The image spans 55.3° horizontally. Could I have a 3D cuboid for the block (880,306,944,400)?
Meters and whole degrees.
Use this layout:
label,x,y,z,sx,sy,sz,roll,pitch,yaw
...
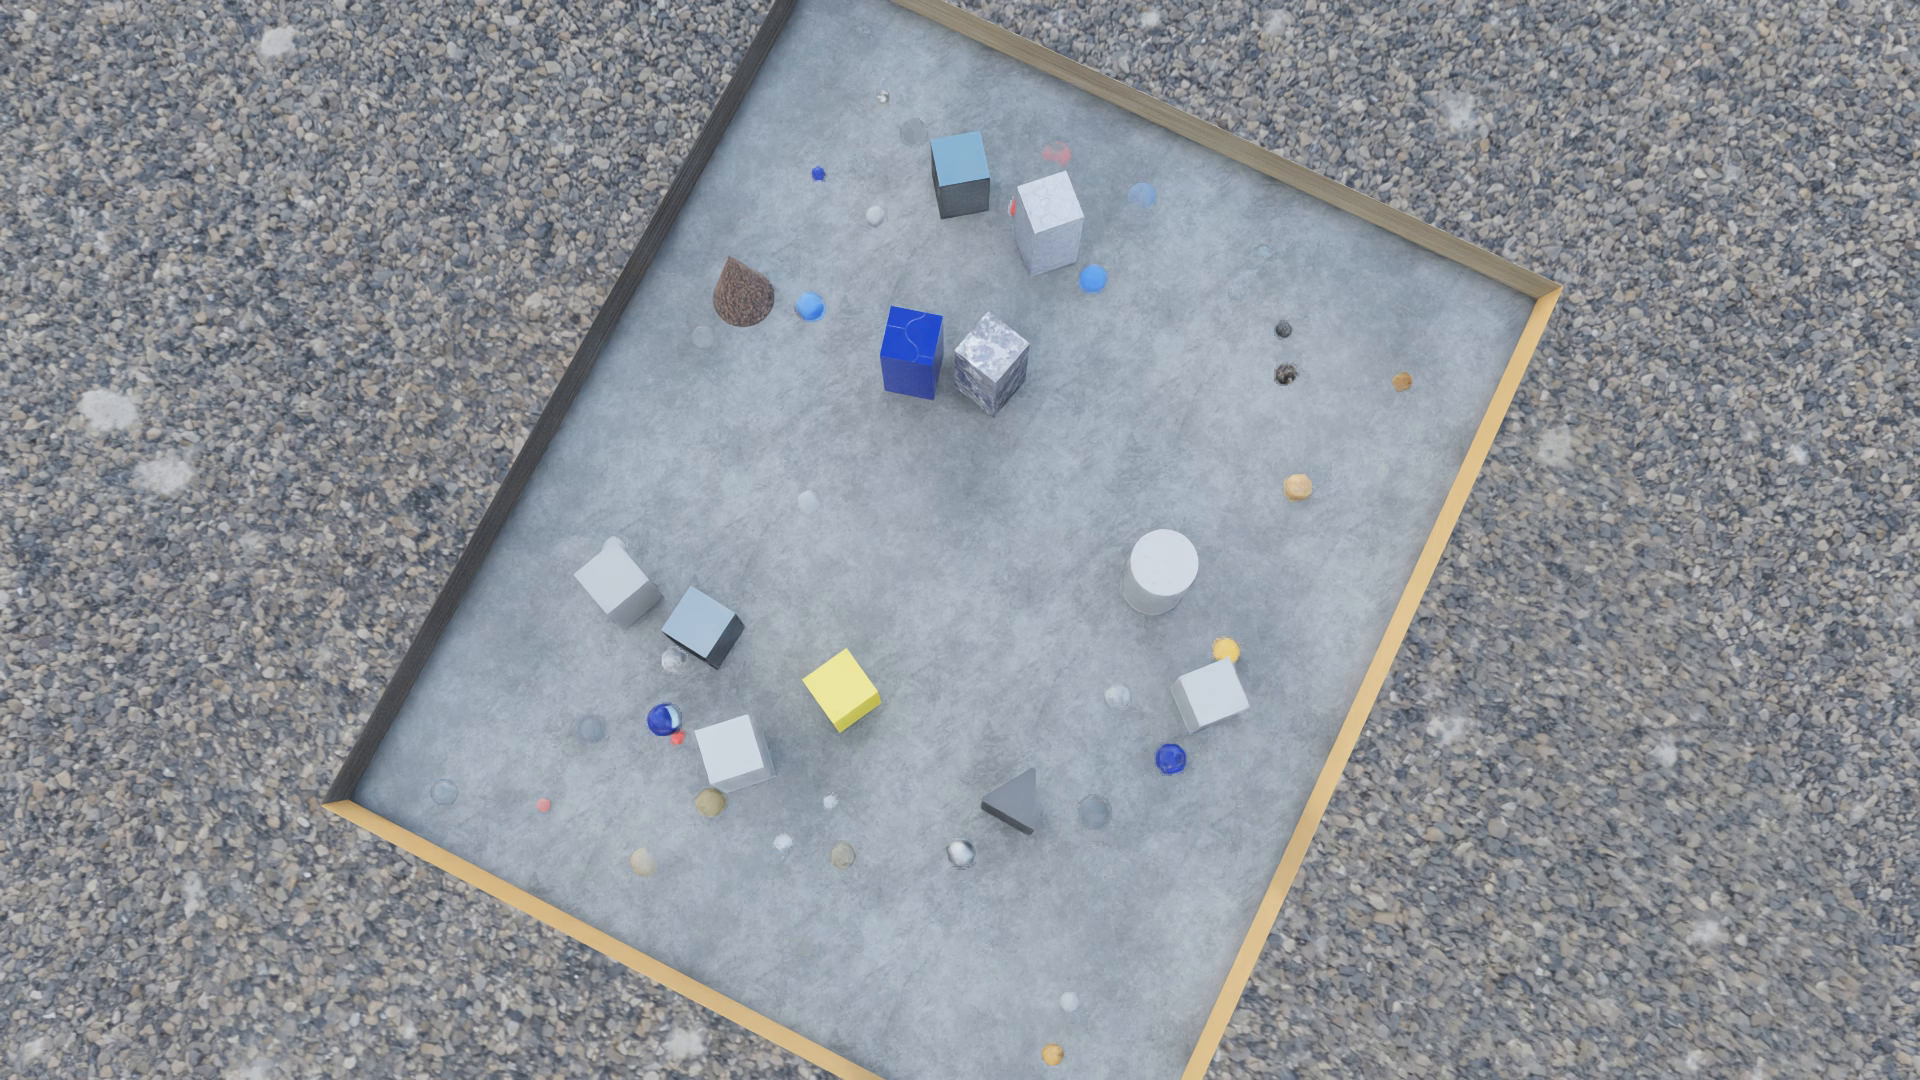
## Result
label,x,y,z,sx,sy,sz,roll,pitch,yaw
block,-0.142,-0.562,5.547,0.156,0.363,0.156,11,79,2

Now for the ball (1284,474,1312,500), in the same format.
label,x,y,z,sx,sy,sz,roll,pitch,yaw
ball,1.037,-0.162,5.607,0.085,0.085,0.085,0,78,0

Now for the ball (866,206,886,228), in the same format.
label,x,y,z,sx,sy,sz,roll,pitch,yaw
ball,-0.265,-1.022,5.794,0.067,0.067,0.067,0,78,0

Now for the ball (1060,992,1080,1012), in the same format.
label,x,y,z,sx,sy,sz,roll,pitch,yaw
ball,0.318,1.338,5.310,0.058,0.058,0.058,0,78,0

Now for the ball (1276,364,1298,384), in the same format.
label,x,y,z,sx,sy,sz,roll,pitch,yaw
ball,1.013,-0.515,5.689,0.066,0.066,0.066,0,78,0

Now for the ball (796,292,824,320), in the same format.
label,x,y,z,sx,sy,sz,roll,pitch,yaw
ball,-0.468,-0.730,5.722,0.089,0.089,0.089,0,78,0

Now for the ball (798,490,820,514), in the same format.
label,x,y,z,sx,sy,sz,roll,pitch,yaw
ball,-0.462,-0.116,5.604,0.071,0.071,0.071,0,78,0

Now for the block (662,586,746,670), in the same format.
label,x,y,z,sx,sy,sz,roll,pitch,yaw
block,-0.758,0.262,5.431,0.156,0.258,0.156,31,80,6

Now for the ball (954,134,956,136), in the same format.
label,x,y,z,sx,sy,sz,roll,pitch,yaw
ball,-0.002,-1.242,5.825,0.095,0.095,0.095,0,78,0

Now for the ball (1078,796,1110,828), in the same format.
label,x,y,z,sx,sy,sz,roll,pitch,yaw
ball,0.396,0.803,5.404,0.092,0.092,0.092,0,78,0

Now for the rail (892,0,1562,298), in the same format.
label,x,y,z,sx,sy,sz,roll,pitch,yaw
rail,0.679,-1.324,5.825,2.621,0.127,0.045,26,80,5

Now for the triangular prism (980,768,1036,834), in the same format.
label,x,y,z,sx,sy,sz,roll,pitch,yaw
triangular prism,0.170,0.735,5.272,0.169,0.376,0.146,29,80,6

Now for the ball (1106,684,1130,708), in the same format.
label,x,y,z,sx,sy,sz,roll,pitch,yaw
ball,0.473,0.467,5.482,0.075,0.075,0.075,0,78,0

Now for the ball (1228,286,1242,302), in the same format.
label,x,y,z,sx,sy,sz,roll,pitch,yaw
ball,0.864,-0.775,5.752,0.049,0.049,0.049,0,78,0

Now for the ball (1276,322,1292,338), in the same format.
label,x,y,z,sx,sy,sz,roll,pitch,yaw
ball,1.013,-0.656,5.726,0.051,0.051,0.051,0,78,0

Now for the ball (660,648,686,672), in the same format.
label,x,y,z,sx,sy,sz,roll,pitch,yaw
ball,-0.859,0.360,5.500,0.075,0.075,0.075,0,78,0

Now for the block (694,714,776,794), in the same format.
label,x,y,z,sx,sy,sz,roll,pitch,yaw
block,-0.645,0.621,5.302,0.156,0.364,0.156,-18,79,-4

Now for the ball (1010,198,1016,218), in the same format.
label,x,y,z,sx,sy,sz,roll,pitch,yaw
ball,0.204,-1.043,5.780,0.091,0.091,0.091,0,78,0

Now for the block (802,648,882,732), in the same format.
label,x,y,z,sx,sy,sz,roll,pitch,yaw
block,-0.344,0.445,5.386,0.156,0.271,0.156,-35,81,-7

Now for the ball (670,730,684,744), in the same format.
label,x,y,z,sx,sy,sz,roll,pitch,yaw
ball,-0.843,0.591,5.473,0.041,0.041,0.041,0,78,0

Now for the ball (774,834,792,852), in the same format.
label,x,y,z,sx,sy,sz,roll,pitch,yaw
ball,-0.522,0.893,5.406,0.051,0.051,0.051,0,78,0

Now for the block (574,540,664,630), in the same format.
label,x,y,z,sx,sy,sz,roll,pitch,yaw
block,-1.010,0.136,5.445,0.156,0.282,0.156,-40,81,-8

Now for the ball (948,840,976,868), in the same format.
label,x,y,z,sx,sy,sz,roll,pitch,yaw
ball,0.004,0.920,5.384,0.082,0.082,0.082,0,78,0

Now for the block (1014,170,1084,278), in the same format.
label,x,y,z,sx,sy,sz,roll,pitch,yaw
block,0.269,-0.965,5.623,0.156,0.379,0.156,-19,79,-4

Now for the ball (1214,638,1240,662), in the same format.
label,x,y,z,sx,sy,sz,roll,pitch,yaw
ball,0.800,0.336,5.507,0.078,0.078,0.078,0,78,0

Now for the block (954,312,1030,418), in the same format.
label,x,y,z,sx,sy,sz,roll,pitch,yaw
block,0.094,-0.525,5.531,0.156,0.380,0.156,39,81,7

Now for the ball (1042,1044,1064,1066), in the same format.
label,x,y,z,sx,sy,sz,roll,pitch,yaw
ball,0.267,1.484,5.278,0.061,0.061,0.061,0,78,0

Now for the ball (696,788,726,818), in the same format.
label,x,y,z,sx,sy,sz,roll,pitch,yaw
ball,-0.736,0.775,5.412,0.087,0.087,0.087,0,78,0

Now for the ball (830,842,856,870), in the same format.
label,x,y,z,sx,sy,sz,roll,pitch,yaw
ball,-0.345,0.929,5.385,0.077,0.077,0.077,0,78,0

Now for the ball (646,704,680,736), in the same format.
label,x,y,z,sx,sy,sz,roll,pitch,yaw
ball,-0.884,0.537,5.456,0.097,0.097,0.097,0,78,0

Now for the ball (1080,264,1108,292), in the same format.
label,x,y,z,sx,sy,sz,roll,pitch,yaw
ball,0.417,-0.819,5.741,0.088,0.088,0.088,0,78,0

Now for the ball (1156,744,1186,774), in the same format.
label,x,y,z,sx,sy,sz,roll,pitch,yaw
ball,0.626,0.650,5.435,0.092,0.092,0.092,0,78,0

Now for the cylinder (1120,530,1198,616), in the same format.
label,x,y,z,sx,sy,sz,roll,pitch,yaw
cylinder,0.587,0.099,5.422,0.195,0.341,0.195,0,78,0

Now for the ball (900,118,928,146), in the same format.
label,x,y,z,sx,sy,sz,roll,pitch,yaw
ball,-0.147,-1.302,5.842,0.086,0.086,0.086,0,78,0

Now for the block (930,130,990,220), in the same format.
label,x,y,z,sx,sy,sz,roll,pitch,yaw
block,0.000,-1.135,5.715,0.156,0.268,0.156,-11,79,-2

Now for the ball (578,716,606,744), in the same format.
label,x,y,z,sx,sy,sz,roll,pitch,yaw
ball,-1.095,0.565,5.459,0.080,0.080,0.080,0,78,0

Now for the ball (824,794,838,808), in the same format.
label,x,y,z,sx,sy,sz,roll,pitch,yaw
ball,-0.384,0.777,5.435,0.041,0.041,0.041,0,78,0

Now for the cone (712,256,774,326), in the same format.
label,x,y,z,sx,sy,sz,roll,pitch,yaw
cone,-0.682,-0.802,5.591,0.195,0.374,0.195,0,78,0

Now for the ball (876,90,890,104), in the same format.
label,x,y,z,sx,sy,sz,roll,pitch,yaw
ball,-0.246,-1.423,5.888,0.044,0.044,0.044,0,78,0

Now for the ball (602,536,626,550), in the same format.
label,x,y,z,sx,sy,sz,roll,pitch,yaw
ball,-1.053,0.025,5.577,0.068,0.068,0.068,0,78,0

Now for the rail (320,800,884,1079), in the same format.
label,x,y,z,sx,sy,sz,roll,pitch,yaw
rail,-0.679,1.337,5.274,2.621,0.127,0.045,26,80,5

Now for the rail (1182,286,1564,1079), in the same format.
label,x,y,z,sx,sy,sz,roll,pitch,yaw
rail,1.151,0.570,5.433,0.045,0.127,3.085,26,80,5

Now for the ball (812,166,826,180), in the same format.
label,x,y,z,sx,sy,sz,roll,pitch,yaw
ball,-0.452,-1.166,5.835,0.045,0.045,0.045,0,78,0

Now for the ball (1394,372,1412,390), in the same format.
label,x,y,z,sx,sy,sz,roll,pitch,yaw
ball,1.377,-0.493,5.690,0.056,0.056,0.056,0,78,0

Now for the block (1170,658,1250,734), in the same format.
label,x,y,z,sx,sy,sz,roll,pitch,yaw
block,0.733,0.462,5.394,0.156,0.249,0.156,-21,79,-4

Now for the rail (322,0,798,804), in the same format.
label,x,y,z,sx,sy,sz,roll,pitch,yaw
rail,-1.151,-0.557,5.666,0.045,0.127,3.085,26,80,5
